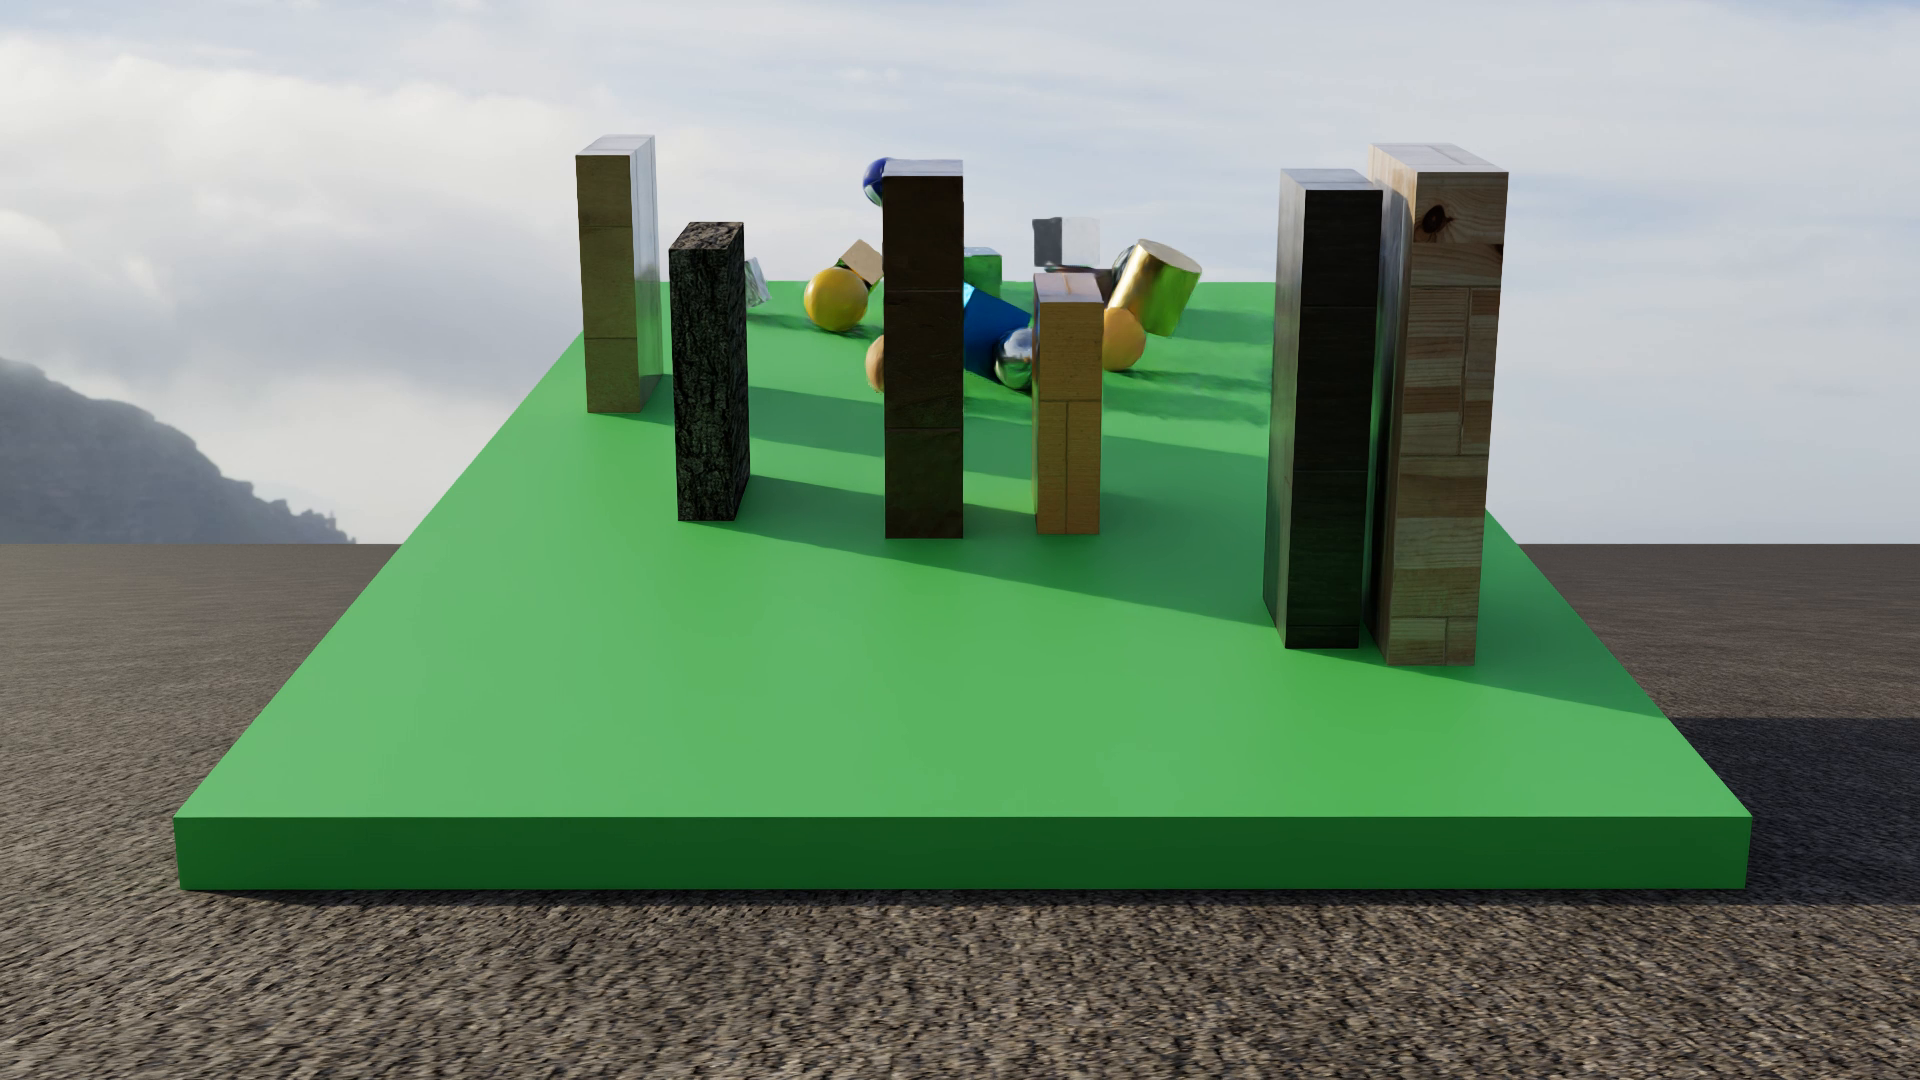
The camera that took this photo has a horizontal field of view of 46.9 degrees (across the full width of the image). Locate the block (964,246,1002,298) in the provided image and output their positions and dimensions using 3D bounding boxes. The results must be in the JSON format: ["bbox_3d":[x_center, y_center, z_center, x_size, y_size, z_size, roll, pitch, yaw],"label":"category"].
[{"bbox_3d":[0.028,-0.744,6.271,0.147,0.147,0.147,-3,17,-11],"label":"block"}]

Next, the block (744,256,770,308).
[{"bbox_3d":[-0.606,-0.696,6.077,0.122,0.122,0.122,-18,11,9],"label":"block"}]

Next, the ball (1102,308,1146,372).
[{"bbox_3d":[0.375,-0.488,5.387,0.155,0.155,0.155,0,0,0],"label":"ball"}]

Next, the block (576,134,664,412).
[{"bbox_3d":[-0.778,-0.620,5.088,0.118,0.574,0.424,0,16,0],"label":"block"}]

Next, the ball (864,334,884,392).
[{"bbox_3d":[-0.146,-0.409,5.127,0.149,0.149,0.149,0,0,0],"label":"ball"}]

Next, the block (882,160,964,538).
[{"bbox_3d":[-0.065,-0.351,4.032,0.140,0.652,0.246,0,16,0],"label":"block"}]

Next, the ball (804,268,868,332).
[{"bbox_3d":[-0.328,-0.637,5.864,0.171,0.171,0.171,0,0,0],"label":"ball"}]

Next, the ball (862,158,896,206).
[{"bbox_3d":[-0.207,-1.016,6.284,0.142,0.142,0.142,0,0,0],"label":"ball"}]

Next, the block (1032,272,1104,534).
[{"bbox_3d":[0.197,-0.260,4.122,0.113,0.428,0.312,0,16,0],"label":"block"}]

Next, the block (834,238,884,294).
[{"bbox_3d":[-0.279,-0.724,6.016,0.113,0.113,0.113,-53,3,-42],"label":"block"}]

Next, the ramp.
[{"bbox_3d":[-0.002,-0.164,4.733,2.000,0.100,4.000,0,16,0],"label":"ramp"}]

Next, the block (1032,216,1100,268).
[{"bbox_3d":[0.291,-0.815,6.063,0.129,0.129,0.129,-4,6,-35],"label":"block"}]

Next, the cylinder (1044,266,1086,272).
[{"bbox_3d":[0.309,-0.814,6.306,0.118,0.118,0.118,0,24,25],"label":"cylinder"}]

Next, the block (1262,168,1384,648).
[{"bbox_3d":[0.560,-0.208,3.448,0.114,0.707,0.258,0,16,0],"label":"block"}]

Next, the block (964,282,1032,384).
[{"bbox_3d":[0.020,-0.508,5.268,0.181,0.181,0.181,21,8,-35],"label":"block"}]

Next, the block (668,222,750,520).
[{"bbox_3d":[-0.473,-0.328,4.210,0.104,0.507,0.347,0,16,0],"label":"block"}]

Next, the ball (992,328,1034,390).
[{"bbox_3d":[0.148,-0.423,5.176,0.148,0.148,0.148,0,0,0],"label":"ball"}]

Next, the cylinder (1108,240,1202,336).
[{"bbox_3d":[0.484,-0.626,5.488,0.178,0.178,0.178,21,22,-9],"label":"cylinder"}]

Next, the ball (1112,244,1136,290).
[{"bbox_3d":[0.515,-0.726,6.126,0.195,0.195,0.195,0,0,0],"label":"ball"}]

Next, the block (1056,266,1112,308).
[{"bbox_3d":[0.330,-0.665,6.023,0.134,0.134,0.134,5,17,17],"label":"block"}]

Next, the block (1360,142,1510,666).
[{"bbox_3d":[0.713,-0.220,3.428,0.130,0.743,0.382,0,16,0],"label":"block"}]
